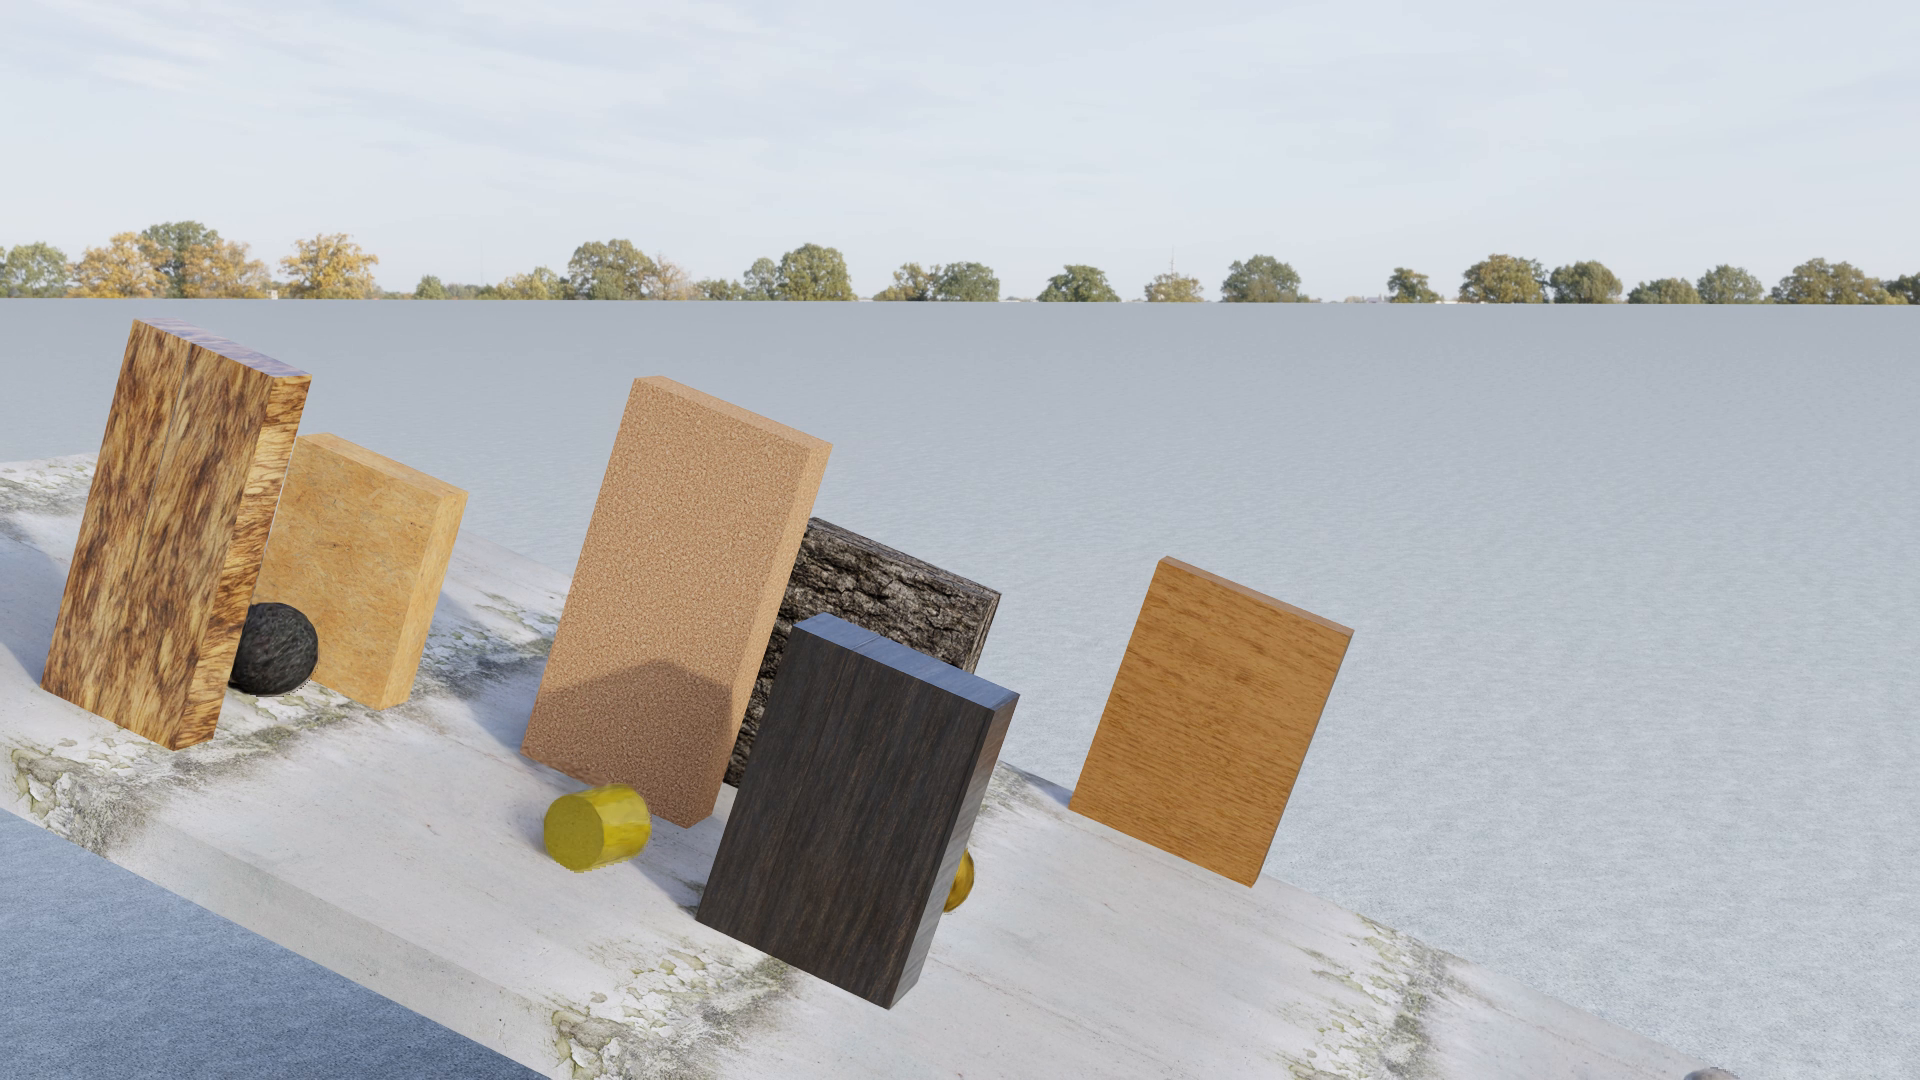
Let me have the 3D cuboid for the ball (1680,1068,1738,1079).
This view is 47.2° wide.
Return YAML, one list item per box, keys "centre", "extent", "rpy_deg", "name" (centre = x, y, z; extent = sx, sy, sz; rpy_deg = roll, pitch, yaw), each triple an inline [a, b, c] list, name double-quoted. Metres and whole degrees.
- centre: [1.438, 1.096, 4.208]
  extent: [0.164, 0.164, 0.164]
  rpy_deg: [0, 7, 0]
  name: "ball"

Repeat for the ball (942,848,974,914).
- centre: [-0.048, 0.618, 4.077]
  extent: [0.152, 0.152, 0.152]
  rpy_deg: [0, 7, 0]
  name: "ball"

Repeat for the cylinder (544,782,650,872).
- centre: [-0.625, 0.494, 3.789]
  extent: [0.130, 0.130, 0.130]
  rpy_deg: [4, 6, 30]
  name: "cylinder"

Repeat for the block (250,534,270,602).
- centre: [-1.460, 0.059, 4.411]
  extent: [0.142, 0.142, 0.142]
  rpy_deg: [16, 13, -14]
  name: "block"

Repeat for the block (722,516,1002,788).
- centre: [-0.207, 0.288, 4.339]
  extent: [0.412, 0.549, 0.110]
  rpy_deg: [22, 12, 14]
  name: "block"

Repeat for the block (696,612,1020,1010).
- centre: [-0.174, 0.450, 3.689]
  extent: [0.367, 0.545, 0.150]
  rpy_deg: [22, 12, 14]
  name: "block"

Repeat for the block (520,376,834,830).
- centre: [-0.535, 0.115, 4.107]
  extent: [0.365, 0.758, 0.115]
  rpy_deg: [22, 12, 14]
  name: "block"

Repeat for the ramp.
- centre: [-0.338, 0.623, 4.214]
  extent: [4.000, 0.100, 2.000]
  rpy_deg: [22, 12, 14]
  name: "ramp"

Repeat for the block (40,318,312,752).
- centre: [-1.318, -0.011, 3.688]
  extent: [0.279, 0.665, 0.106]
  rpy_deg: [22, 12, 14]
  name: "block"

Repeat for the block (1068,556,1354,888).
- centre: [0.551, 0.400, 4.868]
  extent: [0.443, 0.606, 0.090]
  rpy_deg: [22, 12, 14]
  name: "block"

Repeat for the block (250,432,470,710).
- centre: [-1.155, 0.058, 4.187]
  extent: [0.320, 0.434, 0.105]
  rpy_deg: [22, 12, 14]
  name: "block"

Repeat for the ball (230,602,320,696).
- centre: [-1.263, 0.199, 4.026]
  extent: [0.172, 0.172, 0.172]
  rpy_deg: [0, 7, 0]
  name: "ball"
